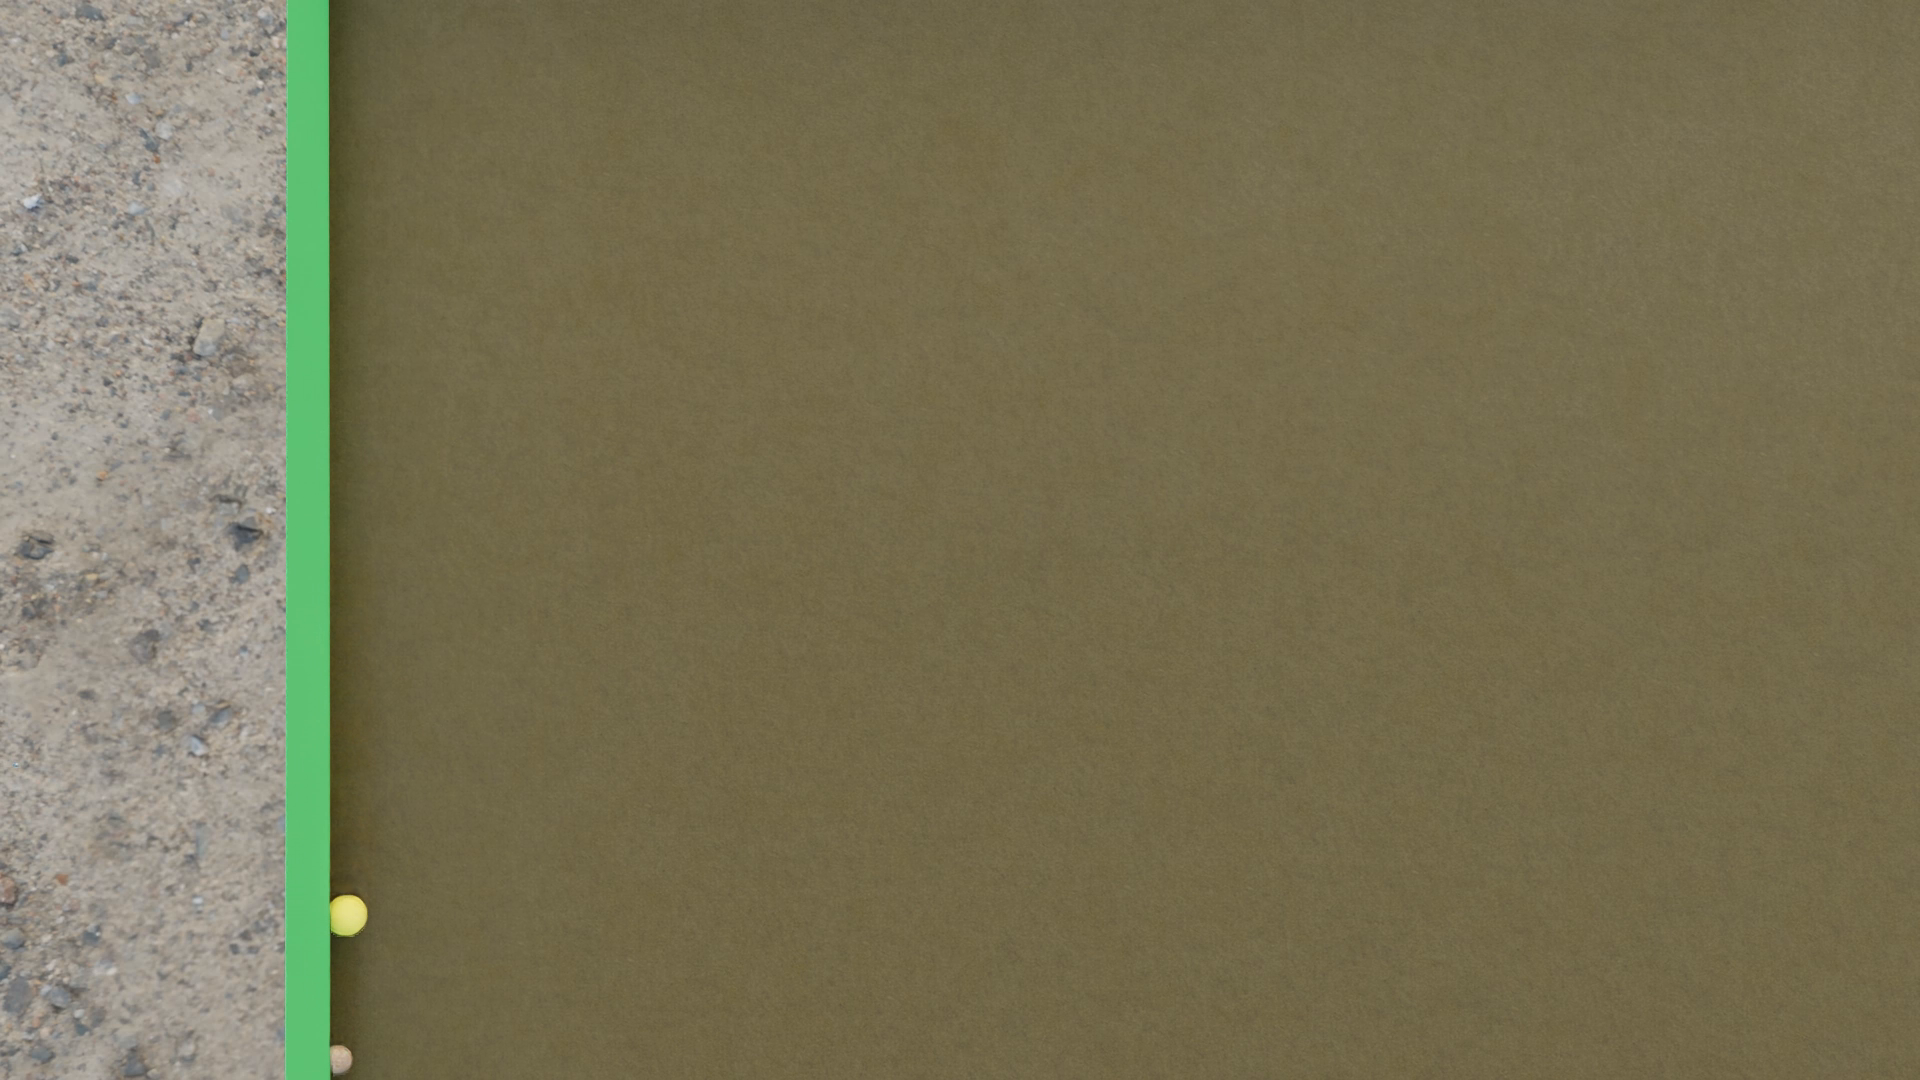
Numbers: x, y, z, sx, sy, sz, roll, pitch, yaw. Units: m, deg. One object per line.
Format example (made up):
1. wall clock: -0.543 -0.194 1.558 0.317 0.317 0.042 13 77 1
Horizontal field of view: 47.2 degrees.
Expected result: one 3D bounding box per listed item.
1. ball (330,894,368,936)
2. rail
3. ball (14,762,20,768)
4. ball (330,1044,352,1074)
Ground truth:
1. ball: -0.891 0.545 3.194 0.059 0.059 0.059 0 82 0
2. rail: -0.951 0.034 3.236 0.045 0.119 2.166 -2 82 0
3. ball: -15.047 3.593 35.081 0.092 0.092 0.092 0 82 0
4. ball: -0.899 0.750 3.173 0.043 0.043 0.043 0 82 0
